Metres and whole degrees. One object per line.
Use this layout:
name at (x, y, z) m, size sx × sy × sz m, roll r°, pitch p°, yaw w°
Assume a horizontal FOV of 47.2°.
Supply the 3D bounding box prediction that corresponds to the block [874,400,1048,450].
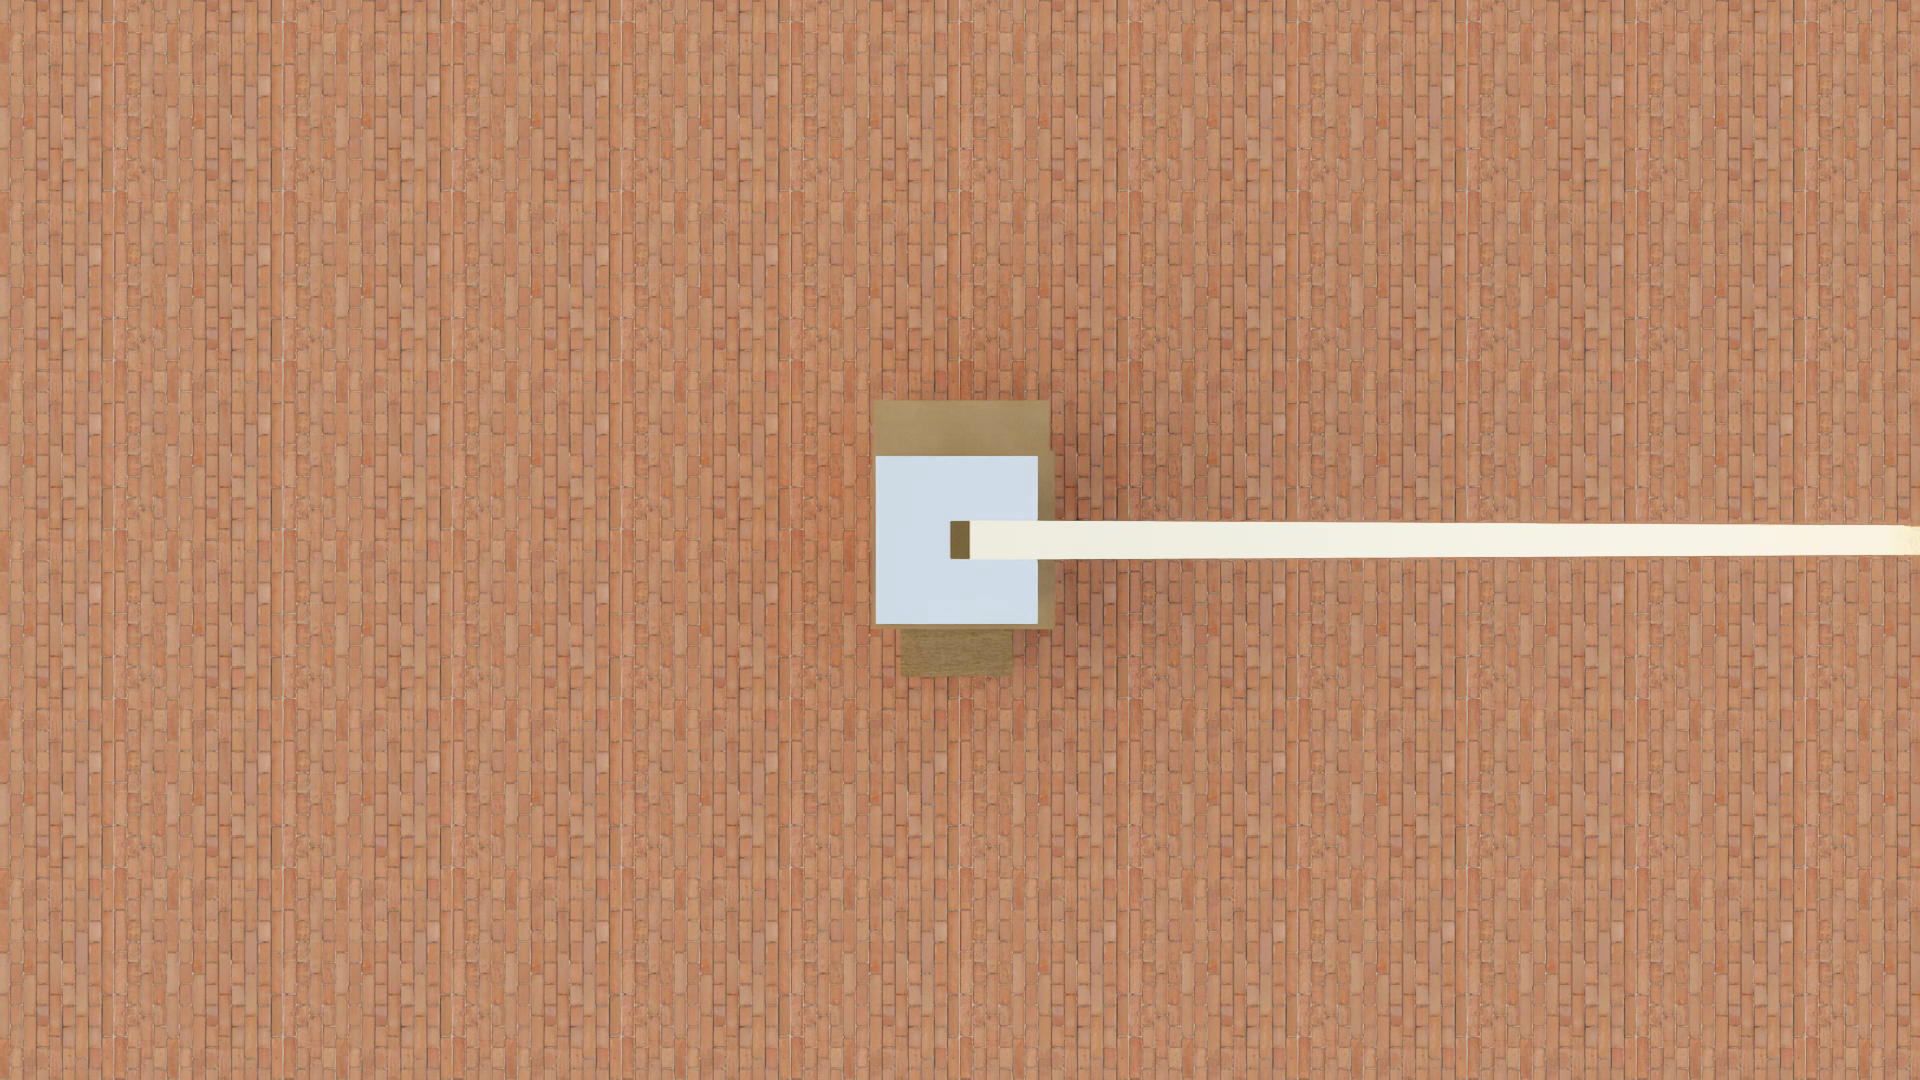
block at (0.007, -0.351, 12.500) m, size 0.956 × 1.000 × 0.822 m, roll 0°, pitch 90°, yaw 0°

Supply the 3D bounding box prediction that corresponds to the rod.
rod at (2.212, 0.000, 5.934) m, size 5.200 × 0.080 × 0.080 m, roll 0°, pitch 90°, yaw -32°

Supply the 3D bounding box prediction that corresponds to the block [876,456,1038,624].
block at (-0.013, 0.000, 9.287) m, size 0.657 × 0.682 × 0.681 m, roll 0°, pitch 90°, yaw 0°

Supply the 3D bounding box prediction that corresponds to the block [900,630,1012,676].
block at (-0.019, 0.416, 12.643) m, size 0.626 × 0.713 × 0.692 m, roll 0°, pitch 90°, yaw 0°

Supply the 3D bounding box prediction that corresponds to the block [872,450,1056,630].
block at (0.018, 0.000, 10.792) m, size 0.858 × 0.908 × 0.839 m, roll 0°, pitch 90°, yaw 0°
